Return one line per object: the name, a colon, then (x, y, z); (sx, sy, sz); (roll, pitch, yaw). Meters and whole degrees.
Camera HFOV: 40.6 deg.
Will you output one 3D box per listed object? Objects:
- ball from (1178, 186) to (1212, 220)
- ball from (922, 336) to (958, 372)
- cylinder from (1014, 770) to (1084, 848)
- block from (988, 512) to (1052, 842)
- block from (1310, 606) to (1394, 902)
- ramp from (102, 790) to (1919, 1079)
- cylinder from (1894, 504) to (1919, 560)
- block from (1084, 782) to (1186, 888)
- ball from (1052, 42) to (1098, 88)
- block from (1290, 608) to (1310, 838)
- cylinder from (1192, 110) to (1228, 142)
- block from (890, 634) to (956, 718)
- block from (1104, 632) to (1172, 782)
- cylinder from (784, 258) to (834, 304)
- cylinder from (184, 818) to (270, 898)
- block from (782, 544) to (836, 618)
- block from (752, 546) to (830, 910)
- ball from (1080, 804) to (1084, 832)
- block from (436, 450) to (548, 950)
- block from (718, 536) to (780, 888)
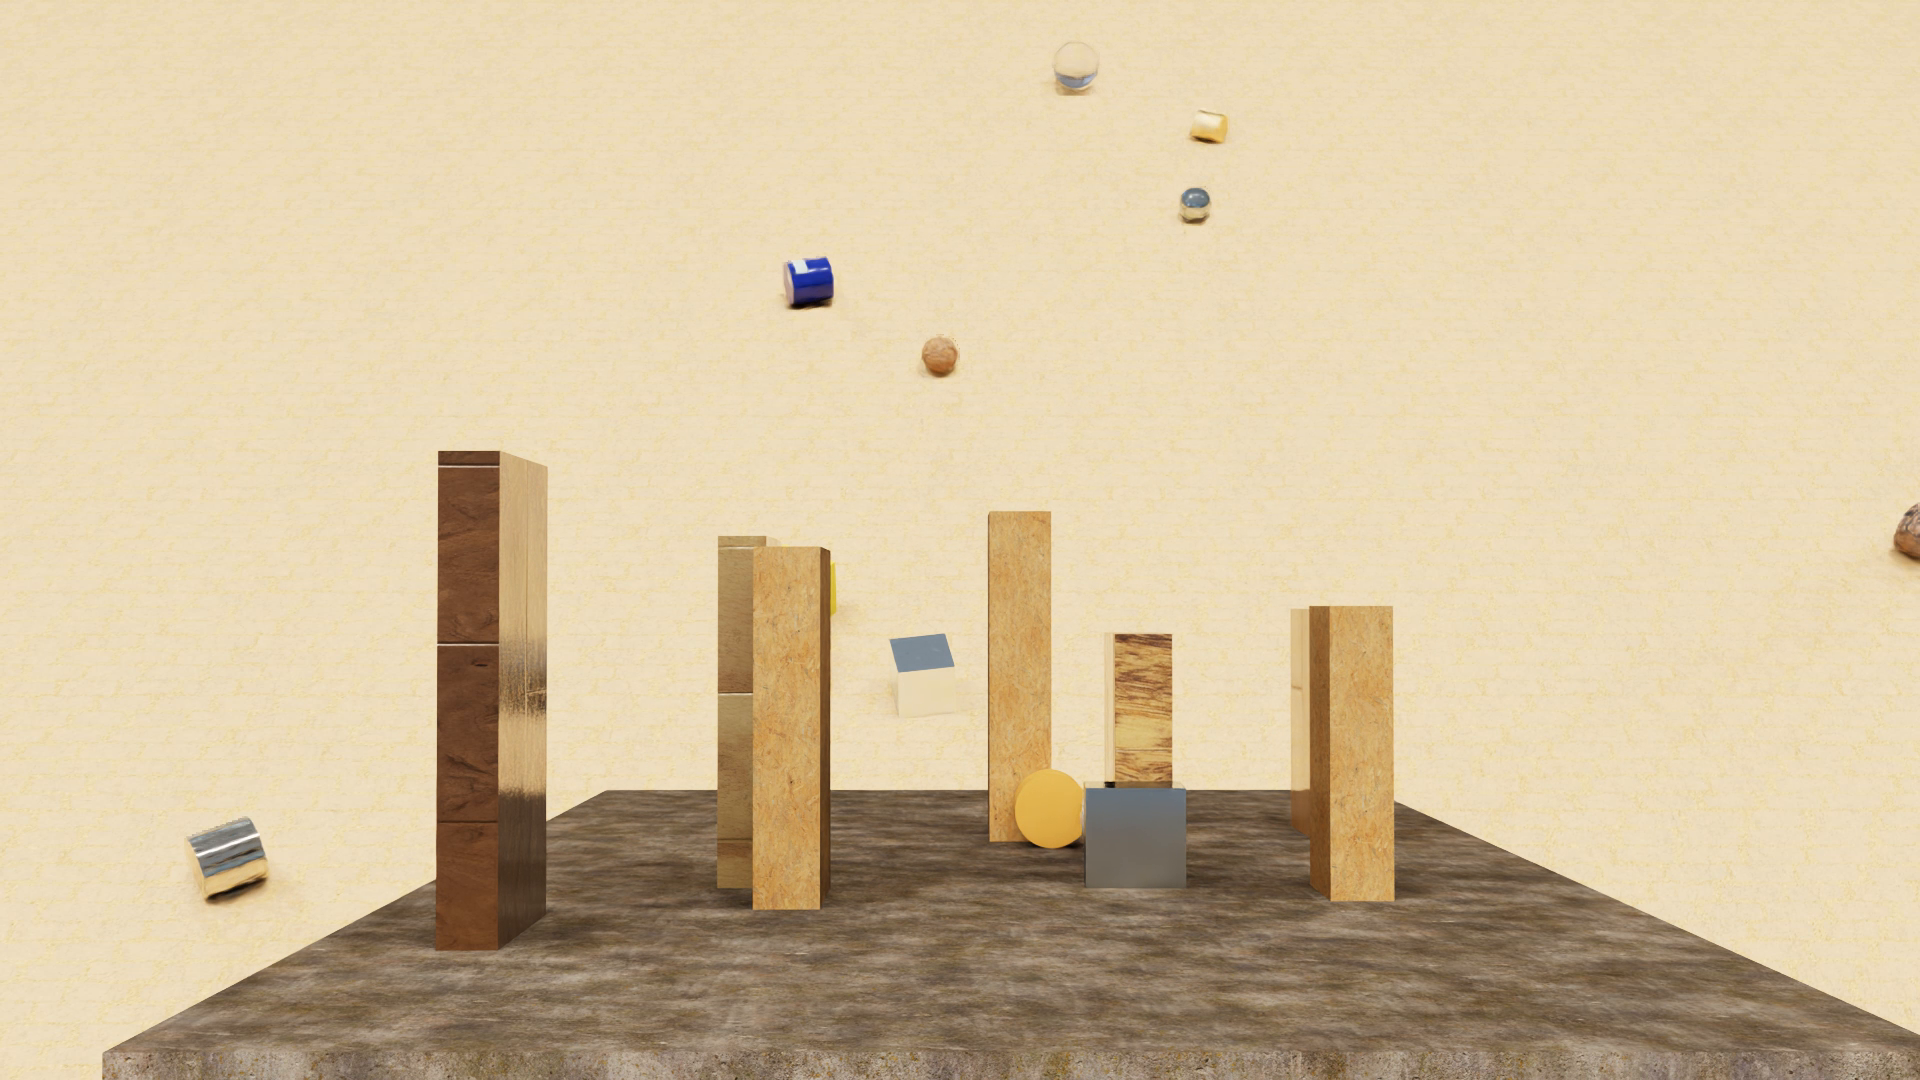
ball: (0.875, -1.249, 9.646); (0.124, 0.124, 0.124); (0, 34, 0)
ball: (-0.069, -0.623, 8.723); (0.120, 0.120, 0.120); (0, 34, 0)
cylinder: (0.182, 0.540, 5.230); (0.148, 0.148, 0.148); (0, -1, 0)
block: (0.124, 0.283, 5.484); (0.127, 0.675, 0.348); (0, -1, 0)
block: (0.656, 0.351, 4.360); (0.104, 0.481, 0.249); (0, -1, 0)
ramp: (0.075, 0.653, 4.795); (2.000, 0.100, 4.000); (0, -1, 0)
cylinder: (2.914, -0.009, 7.785); (0.153, 0.153, 0.153); (-23, 41, -30)
block: (0.302, 0.510, 4.506); (0.171, 0.171, 0.171); (0, -1, 1)
ball: (0.473, -1.944, 10.615); (0.190, 0.190, 0.190); (0, 34, 0)
block: (0.799, 0.384, 5.510); (0.146, 0.474, 0.366); (0, -1, 0)
cylinder: (0.985, -1.628, 10.218); (0.110, 0.110, 0.110); (15, 37, 22)
block: (-0.105, 0.377, 7.209); (0.158, 0.158, 0.158); (-6, 34, -8)
block: (0.326, 0.387, 4.774); (0.102, 0.431, 0.356); (0, -1, 0)
cylinder: (-0.532, -0.910, 9.122); (0.146, 0.146, 0.146); (-10, 35, -15)
cylinder: (-1.856, 0.806, 6.573); (0.160, 0.160, 0.160); (-19, 38, -26)
block: (-0.484, 0.154, 7.521); (0.179, 0.179, 0.179); (19, 38, 25)
block: (-0.275, 0.302, 4.288); (0.106, 0.576, 0.336); (0, -1, 0)
ball: (0.298, 0.548, 5.110); (0.125, 0.125, 0.125); (0, 34, 0)
block: (-0.689, 0.229, 3.844); (0.087, 0.699, 0.424); (0, -1, 0)
block: (-0.373, 0.298, 4.611); (0.083, 0.601, 0.357); (0, -1, 0)
